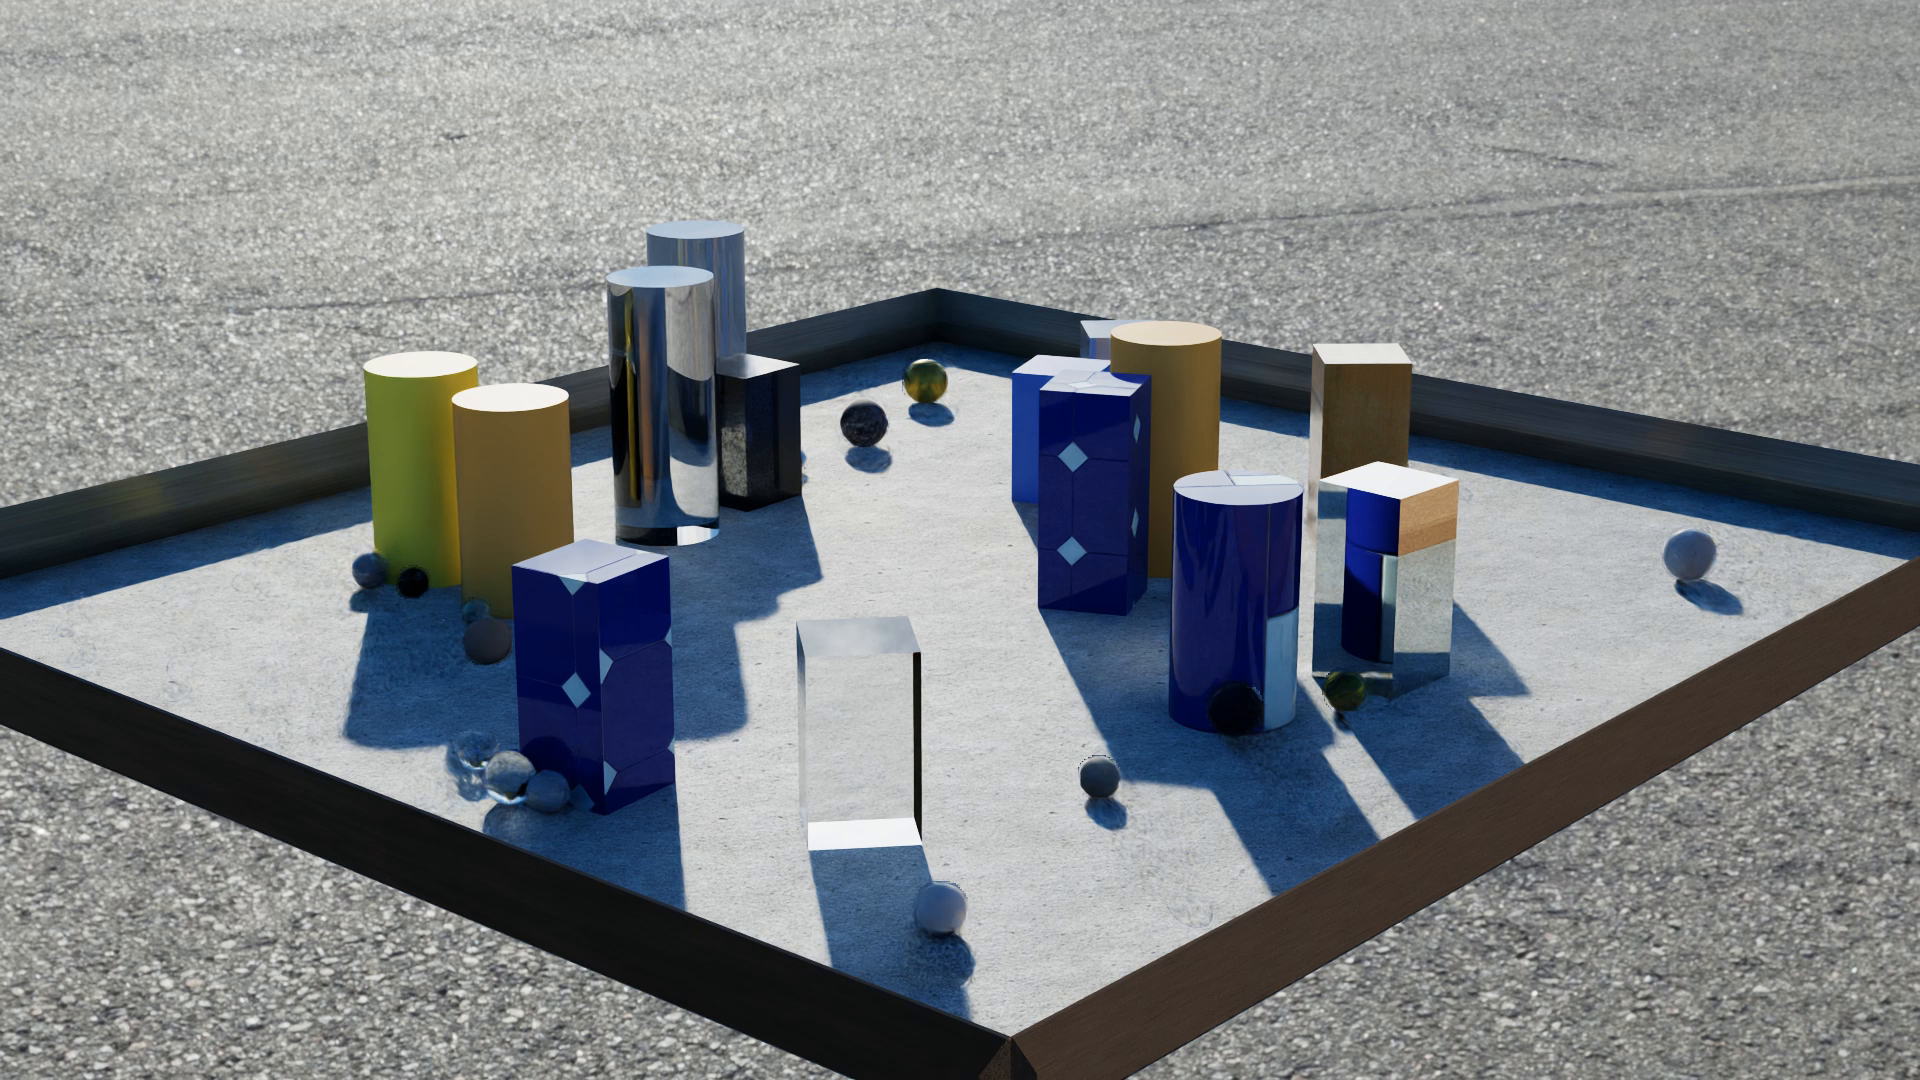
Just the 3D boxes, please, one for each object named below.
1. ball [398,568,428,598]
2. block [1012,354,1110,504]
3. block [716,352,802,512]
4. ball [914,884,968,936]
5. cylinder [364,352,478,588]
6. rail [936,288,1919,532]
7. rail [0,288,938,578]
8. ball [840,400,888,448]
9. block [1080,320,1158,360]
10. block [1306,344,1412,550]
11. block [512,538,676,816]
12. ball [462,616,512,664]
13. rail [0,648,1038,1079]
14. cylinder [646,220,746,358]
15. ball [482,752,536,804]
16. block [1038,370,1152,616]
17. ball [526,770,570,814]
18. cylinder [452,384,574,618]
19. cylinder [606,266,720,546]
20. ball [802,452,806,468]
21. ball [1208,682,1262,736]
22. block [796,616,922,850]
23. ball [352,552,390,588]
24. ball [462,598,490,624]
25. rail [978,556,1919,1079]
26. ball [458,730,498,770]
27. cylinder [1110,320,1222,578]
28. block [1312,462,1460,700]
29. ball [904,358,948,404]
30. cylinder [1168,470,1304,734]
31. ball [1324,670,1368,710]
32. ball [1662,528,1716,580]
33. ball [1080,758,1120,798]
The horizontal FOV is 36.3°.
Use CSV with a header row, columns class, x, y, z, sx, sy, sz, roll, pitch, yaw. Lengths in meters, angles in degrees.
class,x,y,z,sx,sy,sz,roll,pitch,yaw
ball,-0.953,0.075,5.111,0.053,0.053,0.053,0,17,0
block,0.201,-0.212,5.711,0.157,0.257,0.157,6,18,19
block,-0.421,-0.211,5.697,0.157,0.262,0.157,13,21,37
ball,-0.024,0.474,3.760,0.068,0.068,0.068,0,17,0
cylinder,-0.948,-0.126,5.208,0.197,0.382,0.197,0,17,0
rail,0.945,-0.282,6.162,2.690,0.128,0.045,14,22,39
rail,-0.998,-0.218,5.949,0.045,0.128,2.929,14,22,39
ball,-0.199,-0.242,6.084,0.098,0.098,0.098,0,17,0
block,0.331,-0.298,5.968,0.157,0.271,0.157,-1,17,-4
block,0.730,-0.166,5.379,0.157,0.360,0.157,0,17,-1
block,-0.524,0.194,4.209,0.157,0.344,0.157,11,20,32
ball,-0.769,0.164,4.772,0.079,0.079,0.079,0,17,0
rail,-0.945,0.346,4.078,2.690,0.128,0.045,14,22,39
cylinder,-0.531,-0.397,5.948,0.197,0.473,0.197,0,17,0
ball,-0.643,0.340,4.190,0.076,0.076,0.076,0,17,0
block,0.232,-0.083,5.057,0.157,0.387,0.157,5,17,16
ball,-0.584,0.357,4.159,0.062,0.062,0.062,0,17,0
cylinder,-0.766,-0.068,5.045,0.197,0.365,0.197,0,17,0
cylinder,-0.549,-0.250,5.437,0.197,0.486,0.197,0,17,0
ball,-0.336,-0.163,5.904,0.051,0.051,0.051,0,17,0
ball,0.414,0.255,4.410,0.082,0.082,0.082,0,17,0
block,-0.141,0.267,4.078,0.157,0.281,0.157,-2,17,-7
ball,-1.038,0.053,5.162,0.065,0.065,0.065,0,17,0
ball,-0.818,0.123,4.960,0.047,0.047,0.047,0,17,0
rail,0.998,0.282,4.291,0.045,0.128,2.929,14,22,39
ball,-0.710,0.310,4.319,0.059,0.059,0.059,0,17,0
cylinder,0.366,-0.164,5.259,0.197,0.425,0.197,0,17,0
block,0.678,0.062,4.678,0.157,0.328,0.157,15,23,41
ball,-0.075,-0.348,6.437,0.098,0.098,0.098,0,17,0
cylinder,0.423,0.094,4.506,0.197,0.365,0.197,0,17,0
ball,0.601,0.234,4.564,0.065,0.065,0.065,0,17,0
ball,1.296,0.025,5.205,0.094,0.094,0.094,0,17,0
ball,0.201,0.342,4.216,0.058,0.058,0.058,0,17,0
